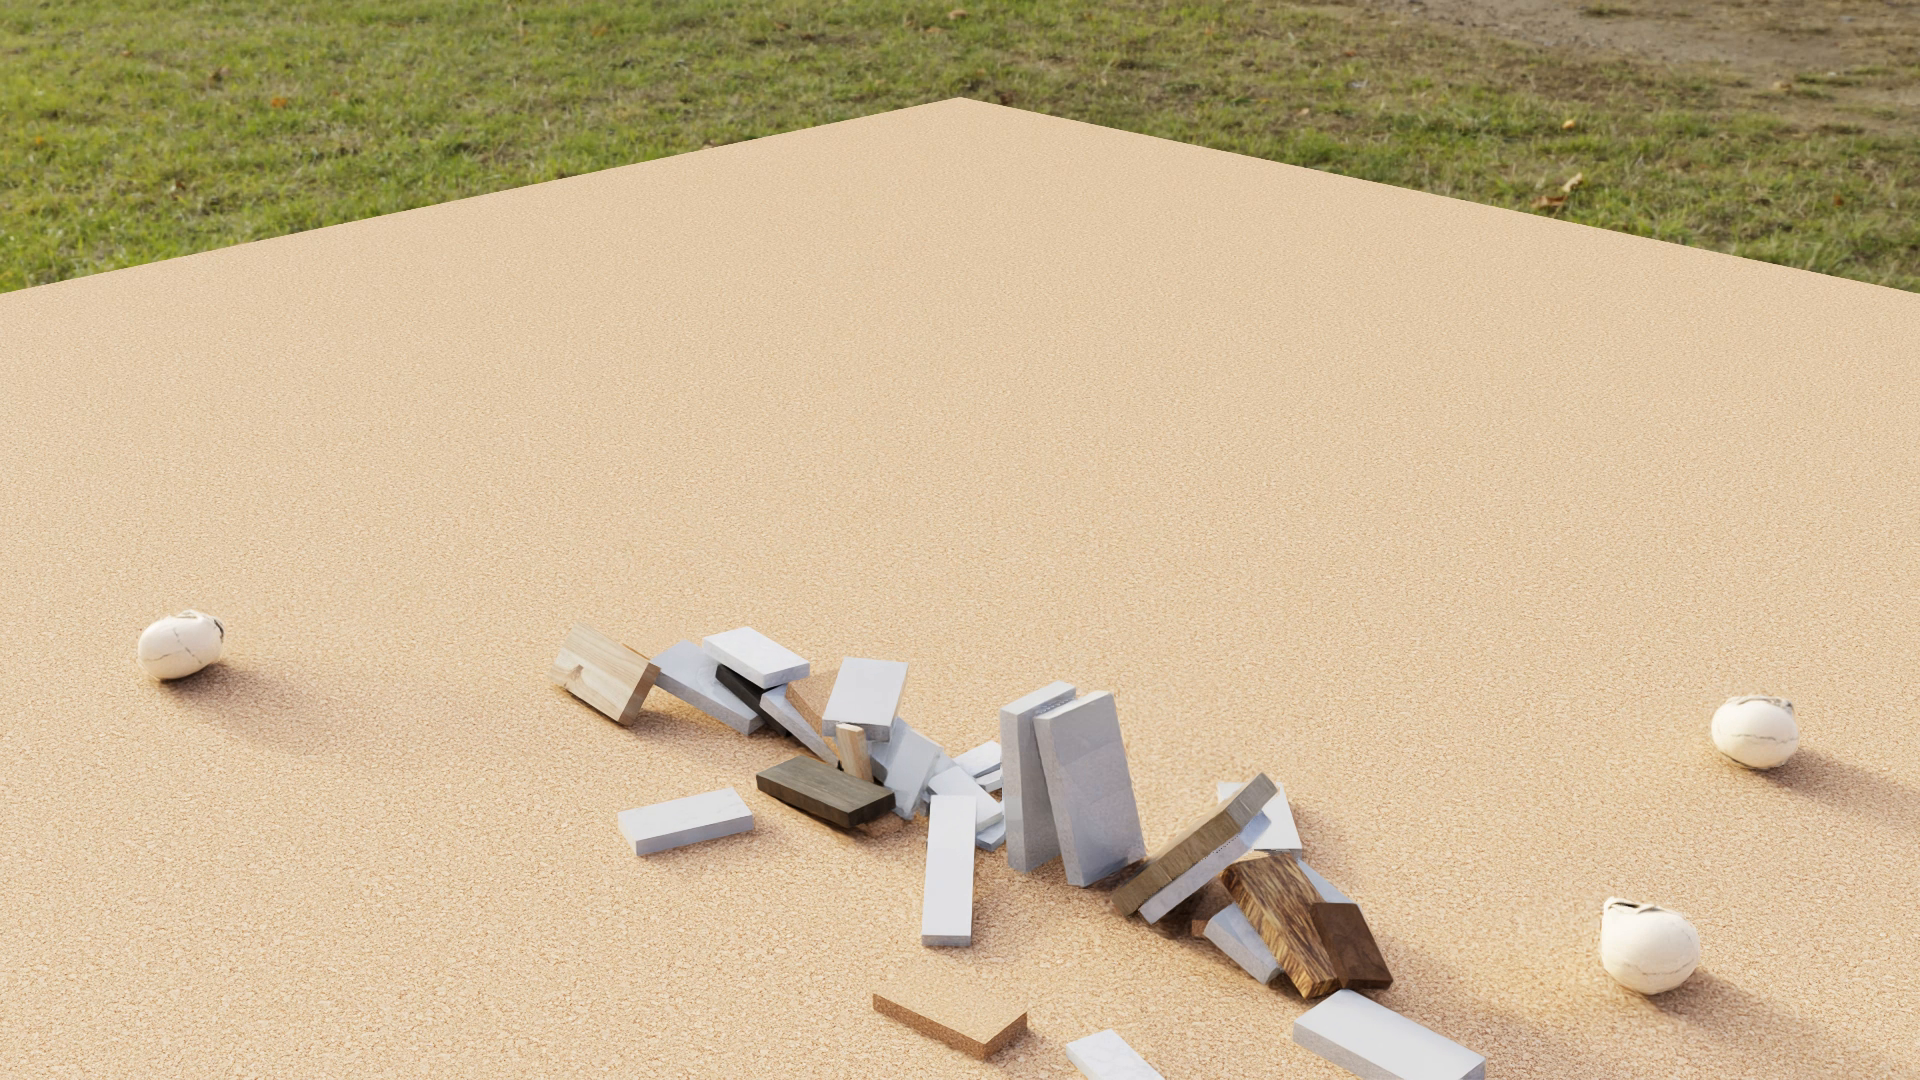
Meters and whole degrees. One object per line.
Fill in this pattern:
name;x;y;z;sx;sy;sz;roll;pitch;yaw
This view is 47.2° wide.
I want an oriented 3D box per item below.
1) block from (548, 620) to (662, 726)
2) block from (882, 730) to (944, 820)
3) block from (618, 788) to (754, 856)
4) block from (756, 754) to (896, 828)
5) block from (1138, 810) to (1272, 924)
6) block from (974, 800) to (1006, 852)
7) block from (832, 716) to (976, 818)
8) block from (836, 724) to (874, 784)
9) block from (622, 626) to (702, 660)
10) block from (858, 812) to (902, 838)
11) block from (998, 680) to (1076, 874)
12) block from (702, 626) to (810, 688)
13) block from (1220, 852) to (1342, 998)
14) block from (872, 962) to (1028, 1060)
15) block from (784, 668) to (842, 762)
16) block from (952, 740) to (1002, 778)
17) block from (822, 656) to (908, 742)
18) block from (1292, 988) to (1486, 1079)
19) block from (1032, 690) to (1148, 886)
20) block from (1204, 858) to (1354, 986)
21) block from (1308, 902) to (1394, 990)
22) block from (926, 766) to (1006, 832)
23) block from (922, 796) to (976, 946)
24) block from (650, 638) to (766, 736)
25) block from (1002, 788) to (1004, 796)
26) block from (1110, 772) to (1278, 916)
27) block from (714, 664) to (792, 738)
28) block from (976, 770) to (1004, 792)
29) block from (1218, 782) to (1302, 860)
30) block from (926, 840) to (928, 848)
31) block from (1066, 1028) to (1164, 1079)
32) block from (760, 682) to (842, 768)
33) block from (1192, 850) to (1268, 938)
block;-0.793;0.295;4.889;0.289;0.144;0.041;24;-6;44
block;-0.100;0.473;4.431;0.081;0.163;0.023;27;7;32
block;-0.548;0.561;4.394;0.243;0.034;0.122;-10;25;-23
block;-0.275;0.510;4.473;0.121;0.034;0.298;-20;24;-39
block;0.450;0.599;4.038;0.037;0.261;0.131;50;29;6
block;0.080;0.565;4.376;0.070;0.020;0.139;18;38;36
block;-0.117;0.454;4.543;0.140;0.040;0.281;-21;46;-42
block;-0.213;0.447;4.486;0.020;0.140;0.070;-22;20;-38
block;-0.635;0.280;5.047;0.144;0.041;0.289;-18;29;-37
block;-0.183;0.554;4.431;0.070;0.020;0.140;-15;27;-31
block;0.159;0.457;4.252;0.047;0.334;0.167;15;27;42
block;-0.449;0.257;4.835;0.120;0.034;0.240;-13;26;-37
block;0.604;0.688;3.945;0.144;0.041;0.288;-4;41;-31
block;-0.018;0.812;3.802;0.243;0.034;0.121;17;28;34
block;-0.235;0.387;4.672;0.140;0.040;0.281;-14;44;-36
block;0.037;0.472;4.619;0.163;0.023;0.081;-21;31;-40
block;-0.197;0.334;4.630;0.140;0.040;0.281;5;25;5
block;0.719;0.856;3.692;0.144;0.041;0.288;-21;31;-40
block;0.250;0.475;4.214;0.167;0.334;0.047;-19;11;-36
block;0.586;0.692;4.005;0.144;0.041;0.288;39;38;26
block;0.690;0.717;3.889;0.090;0.025;0.179;5;37;-20
block;0.009;0.520;4.403;0.081;0.023;0.163;-24;42;-27
block;-0.019;0.624;4.187;0.090;0.025;0.416;1;31;2
block;-0.541;0.323;4.862;0.289;0.041;0.144;26;32;22
block;0.130;0.537;4.473;0.063;0.018;0.126;-4;23;-10
block;0.432;0.563;4.067;0.047;0.334;0.167;50;37;6
block;-0.412;0.336;4.814;0.120;0.034;0.240;-18;44;-43
block;0.084;0.494;4.551;0.126;0.018;0.063;-17;10;-34
block;0.595;0.564;4.385;0.130;0.037;0.261;0;23;-1
block;-0.022;0.578;4.376;0.063;0.018;0.126;5;23;11
block;0.262;0.881;3.652;0.090;0.025;0.179;-13;26;-27
block;-0.302;0.390;4.708;0.240;0.034;0.120;36;39;28
block;0.510;0.666;4.144;0.131;0.037;0.261;3;23;8
